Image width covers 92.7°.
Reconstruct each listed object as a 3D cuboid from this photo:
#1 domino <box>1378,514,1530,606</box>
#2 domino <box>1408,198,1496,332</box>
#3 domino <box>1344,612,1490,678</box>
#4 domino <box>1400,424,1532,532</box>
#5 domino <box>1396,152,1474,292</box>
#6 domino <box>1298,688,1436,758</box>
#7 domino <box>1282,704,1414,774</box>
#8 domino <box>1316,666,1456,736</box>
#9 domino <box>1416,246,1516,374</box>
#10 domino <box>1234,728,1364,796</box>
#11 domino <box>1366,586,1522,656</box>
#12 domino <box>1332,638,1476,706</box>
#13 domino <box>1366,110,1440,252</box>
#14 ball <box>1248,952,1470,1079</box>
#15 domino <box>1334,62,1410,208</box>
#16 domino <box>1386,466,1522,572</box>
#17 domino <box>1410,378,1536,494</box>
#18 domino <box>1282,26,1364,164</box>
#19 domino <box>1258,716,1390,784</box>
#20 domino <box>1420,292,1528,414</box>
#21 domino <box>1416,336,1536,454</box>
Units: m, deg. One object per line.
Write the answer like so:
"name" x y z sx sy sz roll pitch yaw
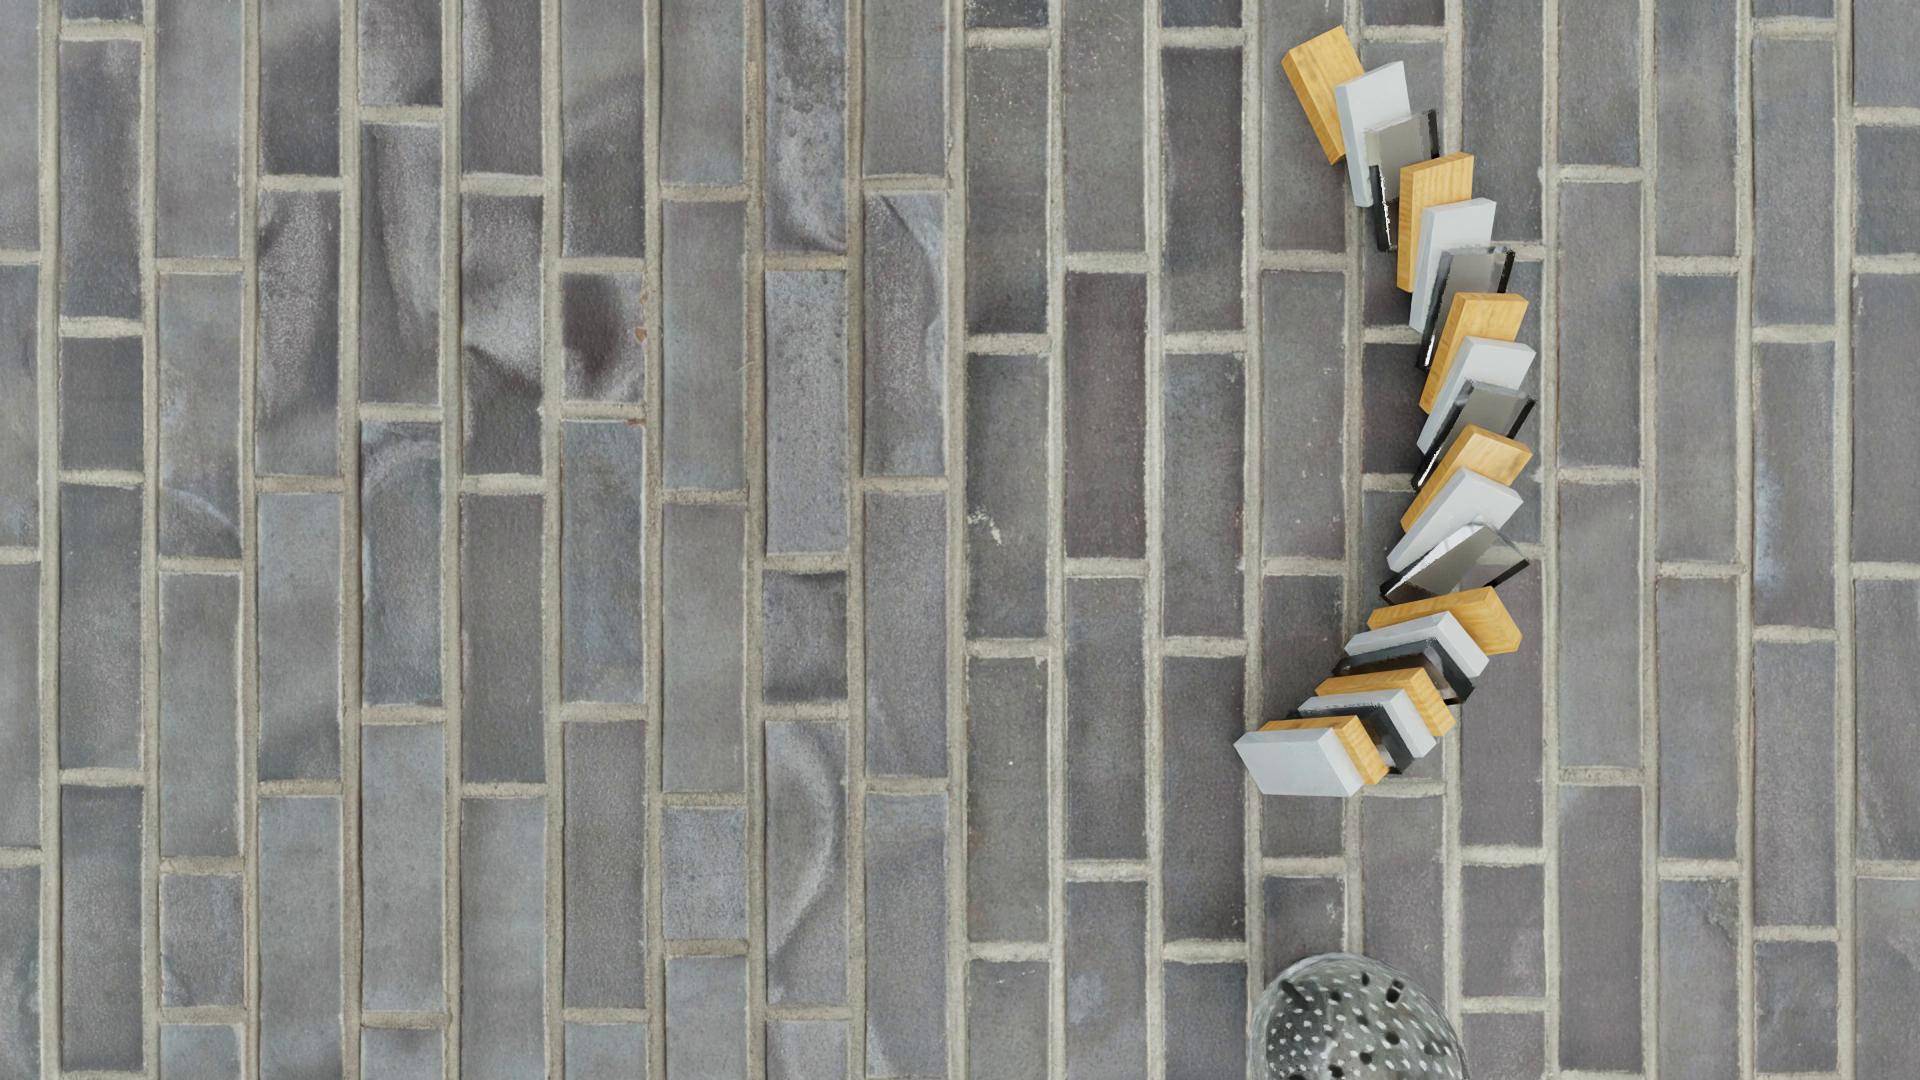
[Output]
"domino" 0.205 0.015 0.382 0.025 0.010 0.050 40 122 -7
"domino" 0.205 -0.114 0.383 0.025 0.010 0.050 -10 122 0
"domino" 0.186 0.047 0.375 0.010 0.050 0.025 -40 90 -26
"domino" 0.210 -0.021 0.382 0.025 0.009 0.050 20 123 0
"domino" 0.198 -0.132 0.383 0.025 0.010 0.050 -16 122 0
"domino" 0.165 0.076 0.376 0.009 0.050 0.025 -31 90 -26
"domino" 0.157 0.082 0.375 0.009 0.050 0.025 -31 90 -26
"domino" 0.173 0.068 0.376 0.009 0.050 0.025 -31 90 -26
"domino" 0.210 -0.095 0.383 0.025 0.009 0.050 -4 123 0
"domino" 0.137 0.091 0.376 0.009 0.050 0.025 -31 90 -26
"domino" 0.197 0.037 0.375 0.009 0.050 0.025 -43 101 -36
"domino" 0.180 0.057 0.376 0.010 0.050 0.025 -39 90 -26
"domino" 0.187 -0.150 0.385 0.025 0.009 0.050 -20 116 0
"ball" 0.155 0.206 0.360 0.080 0.080 0.080 0 90 0
"domino" 0.176 -0.170 0.385 0.025 0.010 0.050 -23 115 0
"domino" 0.205 -0.004 0.382 0.025 0.010 0.050 24 123 0
"domino" 0.213 -0.040 0.382 0.025 0.010 0.050 13 123 0
"domino" 0.162 -0.192 0.395 0.025 0.010 0.050 -26 90 0
"domino" 0.147 0.086 0.376 0.009 0.050 0.025 -31 90 -26
"domino" 0.213 -0.077 0.382 0.025 0.009 0.050 2 124 0
"domino" 0.214 -0.058 0.382 0.025 0.009 0.050 8 123 0
